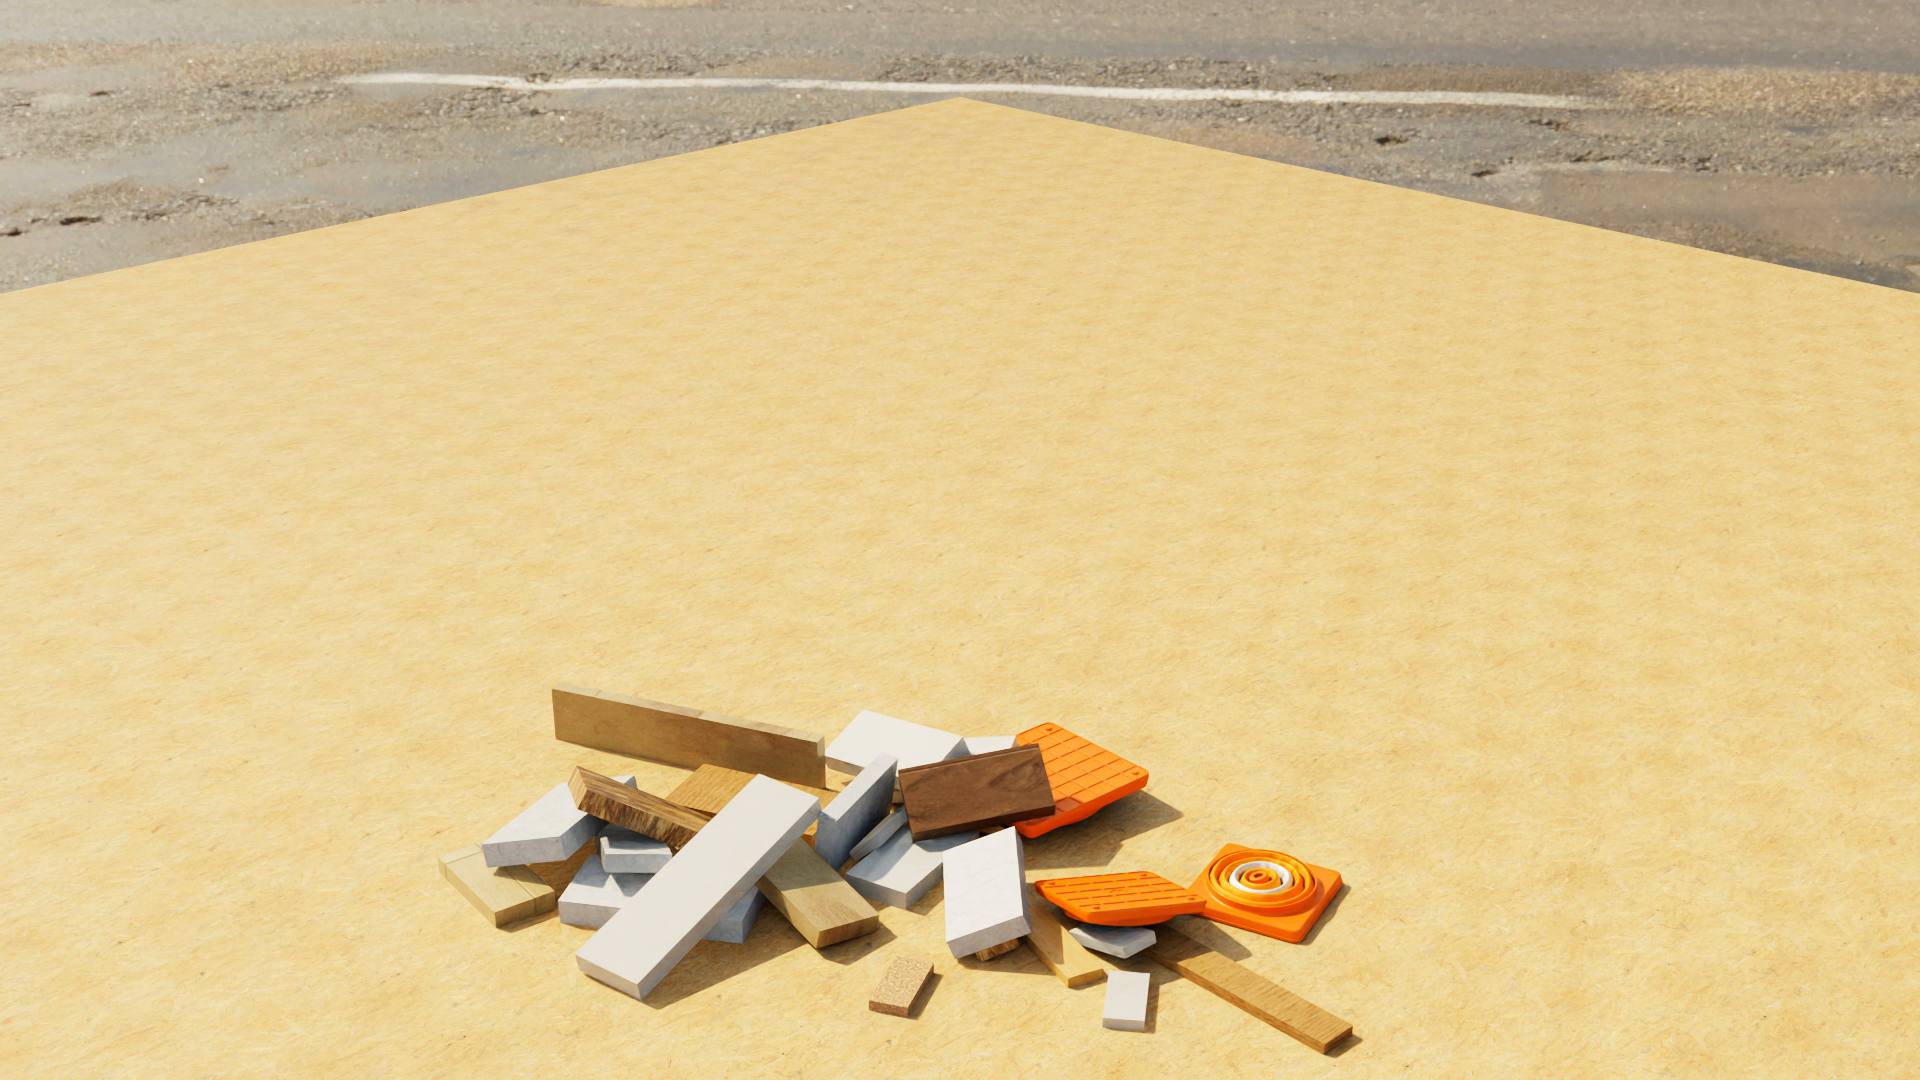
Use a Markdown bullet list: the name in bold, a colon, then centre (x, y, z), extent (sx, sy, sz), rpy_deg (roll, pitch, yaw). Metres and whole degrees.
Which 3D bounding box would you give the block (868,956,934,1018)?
- **block**: centre (-0.103, 0.787, 3.880), extent (0.072, 0.020, 0.144), rpy_deg (7, 24, 16)

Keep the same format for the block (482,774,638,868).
- **block**: centre (-0.776, 0.547, 4.298), extent (0.169, 0.048, 0.337), rpy_deg (-8, 12, 18)

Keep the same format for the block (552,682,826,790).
- **block**: centre (-0.575, 0.415, 4.626), extent (0.631, 0.123, 0.035), rpy_deg (9, 25, 21)

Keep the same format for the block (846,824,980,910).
- **block**: centre (-0.090, 0.618, 4.254), extent (0.135, 0.038, 0.271), rpy_deg (13, 26, 28)

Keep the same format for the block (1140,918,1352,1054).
- **block**: centre (0.486, 0.784, 3.885), extent (0.078, 0.022, 0.457), rpy_deg (-20, 30, -39)

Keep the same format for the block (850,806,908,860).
- **block**: centre (-0.148, 0.571, 4.327), extent (0.078, 0.022, 0.157), rpy_deg (-36, 1, 35)

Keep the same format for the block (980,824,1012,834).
- **block**: centre (0.024, 0.553, 4.348), extent (0.152, 0.022, 0.076), rpy_deg (19, -2, 13)

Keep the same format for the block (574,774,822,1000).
- **block**: centre (-0.474, 0.629, 4.050), extent (0.148, 0.042, 0.532), rpy_deg (18, 43, 30)

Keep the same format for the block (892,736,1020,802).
- **block**: centre (-0.029, 0.467, 4.470), extent (0.284, 0.040, 0.142), rpy_deg (-5, 37, 26)

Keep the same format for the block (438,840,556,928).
- **block**: centre (-0.883, 0.650, 4.185), extent (0.123, 0.035, 0.246), rpy_deg (-16, 28, -34)

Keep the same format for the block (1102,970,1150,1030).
- **block**: centre (0.291, 0.804, 3.841), extent (0.072, 0.020, 0.144), rpy_deg (3, 23, 7)

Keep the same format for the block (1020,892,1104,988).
- **block**: centre (0.160, 0.728, 4.018), extent (0.072, 0.020, 0.280), rpy_deg (-11, 25, -24)

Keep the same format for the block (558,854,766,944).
- **block**: centre (-0.554, 0.670, 4.120), extent (0.353, 0.048, 0.169), rpy_deg (4, 23, 10)

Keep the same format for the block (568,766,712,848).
- **block**: centre (-0.606, 0.529, 4.249), extent (0.295, 0.042, 0.148), rpy_deg (25, 4, -21)

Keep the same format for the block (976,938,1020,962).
- **block**: centre (0.060, 0.707, 4.031), extent (0.078, 0.022, 0.157), rpy_deg (-23, 24, 3)

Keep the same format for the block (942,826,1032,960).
- **block**: centre (0.047, 0.651, 4.080), extent (0.148, 0.042, 0.295), rpy_deg (-21, 24, 8)

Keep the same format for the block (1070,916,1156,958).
- **block**: centre (0.276, 0.719, 3.983), extent (0.076, 0.022, 0.152), rpy_deg (-20, 14, -34)

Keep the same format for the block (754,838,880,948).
- **block**: centre (-0.285, 0.653, 4.098), extent (0.135, 0.038, 0.271), rpy_deg (-9, 32, -38)

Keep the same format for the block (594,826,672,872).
- **block**: centre (-0.628, 0.591, 4.214), extent (0.123, 0.035, 0.246), rpy_deg (2, 5, -14)

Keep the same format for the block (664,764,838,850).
- **block**: centre (-0.409, 0.541, 4.425), extent (0.338, 0.048, 0.169), rpy_deg (10, 25, 22)

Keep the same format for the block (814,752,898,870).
- **block**: centre (-0.205, 0.539, 4.312), extent (0.038, 0.135, 0.271), rpy_deg (18, 28, 18)

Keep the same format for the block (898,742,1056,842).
- **block**: centre (0.032, 0.495, 4.315), extent (0.284, 0.040, 0.142), rpy_deg (-10, 56, -7)

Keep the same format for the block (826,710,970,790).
- **block**: centre (-0.134, 0.436, 4.505), extent (0.284, 0.040, 0.142), rpy_deg (11, 46, 41)
